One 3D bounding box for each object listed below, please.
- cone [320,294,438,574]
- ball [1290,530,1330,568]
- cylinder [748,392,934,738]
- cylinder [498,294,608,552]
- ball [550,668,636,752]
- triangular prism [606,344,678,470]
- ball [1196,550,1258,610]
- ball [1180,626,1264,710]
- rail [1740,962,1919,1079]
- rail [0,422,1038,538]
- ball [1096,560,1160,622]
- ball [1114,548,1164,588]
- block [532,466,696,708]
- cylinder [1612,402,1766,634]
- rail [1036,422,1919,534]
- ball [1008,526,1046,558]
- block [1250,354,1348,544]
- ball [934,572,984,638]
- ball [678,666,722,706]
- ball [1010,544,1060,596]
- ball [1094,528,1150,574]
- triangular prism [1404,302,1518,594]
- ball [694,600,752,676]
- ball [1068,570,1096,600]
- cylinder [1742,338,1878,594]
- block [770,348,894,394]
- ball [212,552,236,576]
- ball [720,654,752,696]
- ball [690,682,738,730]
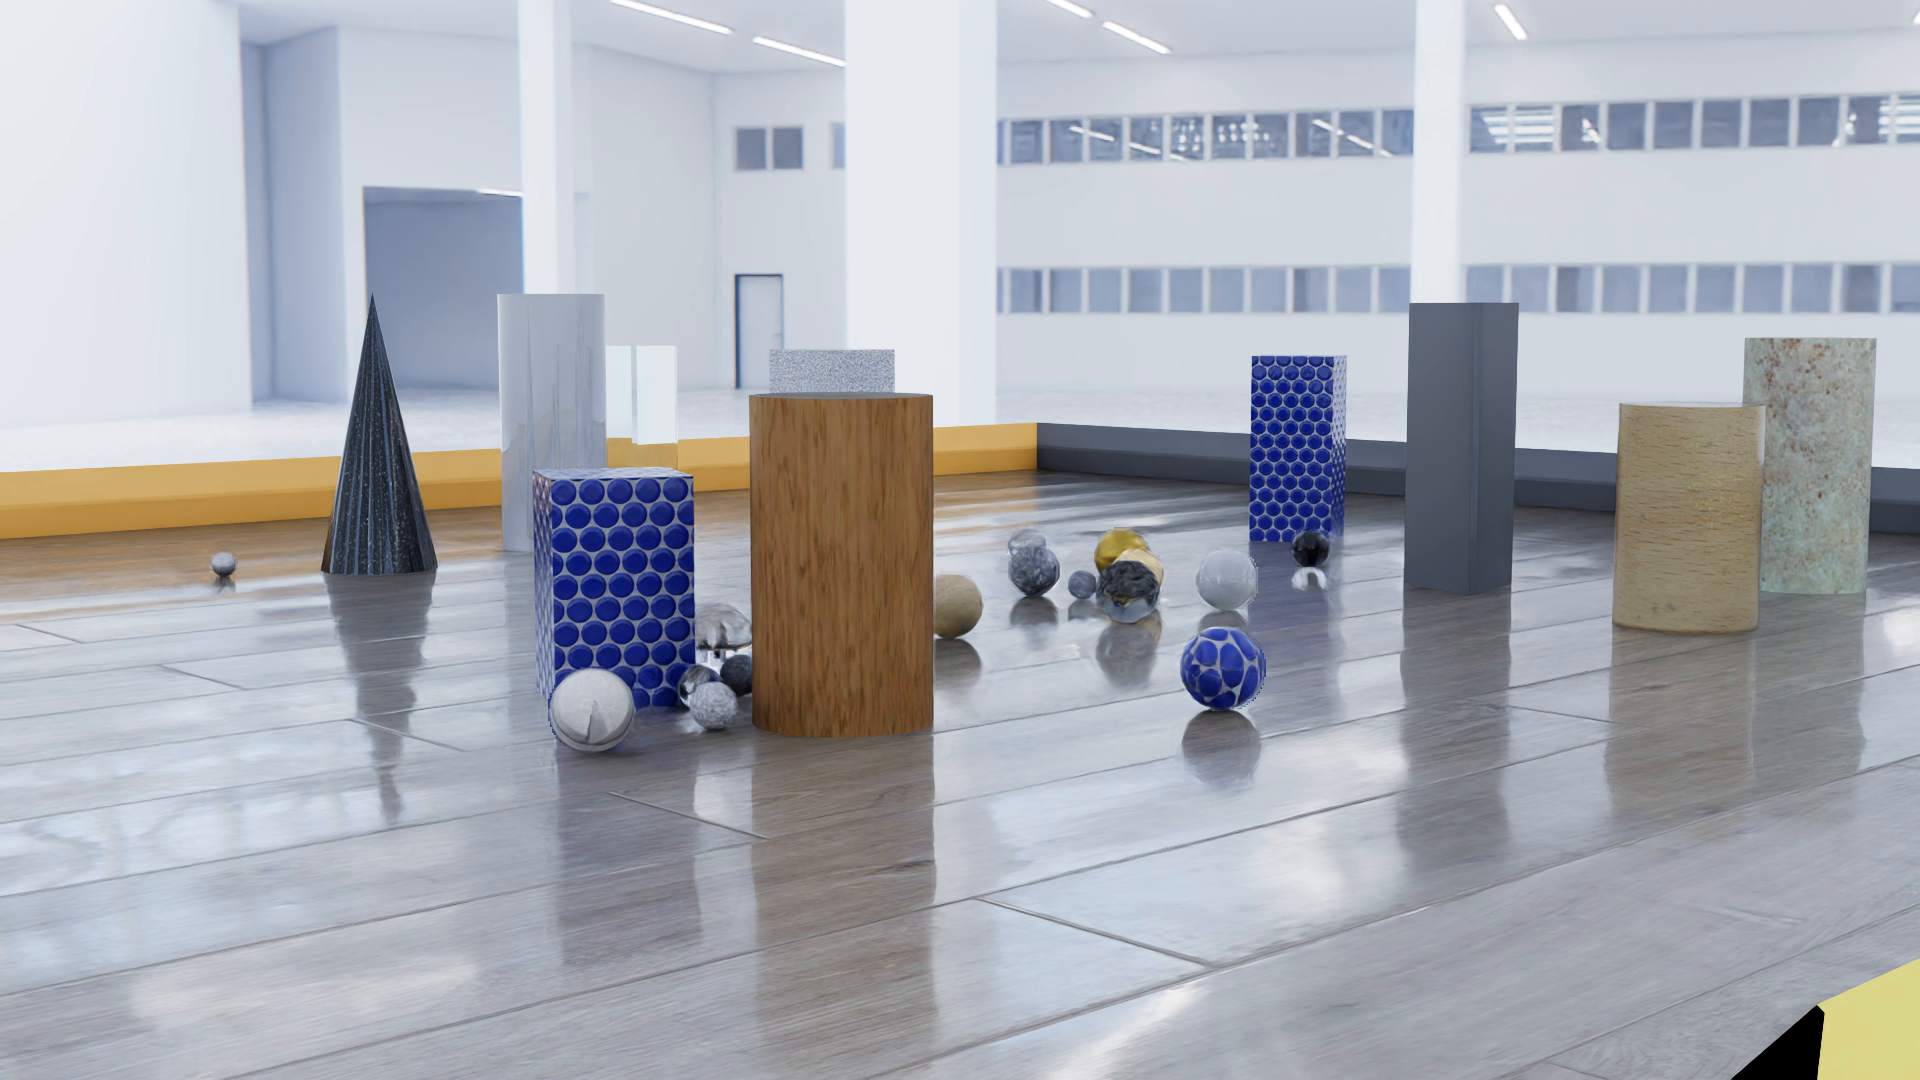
[{"bbox_3d":[-1.006,-0.189,3.788,0.198,0.477,0.198,0,6,0],"label":"cone"},{"bbox_3d":[0.609,0.014,3.820,0.067,0.067,0.067,0,6,0],"label":"ball"},{"bbox_3d":[-0.128,0.021,2.379,0.198,0.354,0.198,0,6,0],"label":"cylinder"},{"bbox_3d":[-0.764,-0.224,4.136,0.198,0.475,0.198,0,6,0],"label":"cylinder"},{"bbox_3d":[-0.371,0.172,2.224,0.085,0.085,0.085,0,6,0],"label":"ball"},{"bbox_3d":[-0.694,-0.230,4.700,0.171,0.371,0.148,-1,6,-10],"label":"triangular prism"},{"bbox_3d":[0.397,0.059,3.278,0.091,0.091,0.091,0,6,0],"label":"ball"},{"bbox_3d":[0.293,0.143,2.461,0.093,0.093,0.093,0,6,0],"label":"ball"},{"bbox_3d":[1.330,0.183,1.898,4.256,0.128,0.045,-5,8,-42],"label":"rail"},{"bbox_3d":[-1.330,-0.116,4.766,4.256,0.128,0.045,-5,8,-42],"label":"rail"},{"bbox_3d":[0.239,0.073,3.144,0.091,0.091,0.091,0,6,0],"label":"ball"},{"bbox_3d":[0.271,0.054,3.370,0.082,0.082,0.082,0,6,0],"label":"ball"},{"bbox_3d":[-0.399,0.052,2.530,0.158,0.260,0.158,-2,6,-18],"label":"block"},{"bbox_3d":[1.029,-0.035,3.110,0.198,0.313,0.198,0,6,0],"label":"cylinder"},{"bbox_3d":[1.546,-0.115,4.751,0.045,0.128,3.970,-5,8,-42],"label":"rail"},{"bbox_3d":[0.118,0.010,3.863,0.067,0.067,0.067,0,6,0],"label":"ball"},{"bbox_3d":[0.662,-0.182,4.301,0.158,0.357,0.158,2,6,19],"label":"block"},{"bbox_3d":[-0.013,0.089,2.997,0.090,0.090,0.090,0,6,0],"label":"ball"},{"bbox_3d":[-0.291,0.165,2.460,0.050,0.050,0.050,0,6,0],"label":"ball"},{"bbox_3d":[0.117,0.047,3.448,0.079,0.079,0.079,0,6,0],"label":"ball"},{"bbox_3d":[0.264,0.028,3.572,0.092,0.092,0.092,0,6,0],"label":"ball"},{"bbox_3d":[0.791,-0.153,3.544,0.148,0.457,0.171,4,7,34],"label":"triangular prism"},{"bbox_3d":[-0.296,0.122,2.636,0.099,0.099,0.099,0,6,0],"label":"ball"},{"bbox_3d":[0.189,0.069,3.398,0.046,0.046,0.046,0,6,0],"label":"ball"},{"bbox_3d":[1.361,-0.124,3.540,0.198,0.401,0.198,0,6,0],"label":"cylinder"},{"bbox_3d":[-0.228,-0.153,3.938,0.158,0.376,0.158,6,8,44],"label":"block"},{"bbox_3d":[-1.238,0.040,3.698,0.041,0.041,0.041,0,6,0],"label":"ball"},{"bbox_3d":[-0.254,0.157,2.548,0.048,0.048,0.048,0,6,0],"label":"ball"},{"bbox_3d":[-0.262,0.177,2.344,0.051,0.051,0.051,0,6,0],"label":"ball"}]
